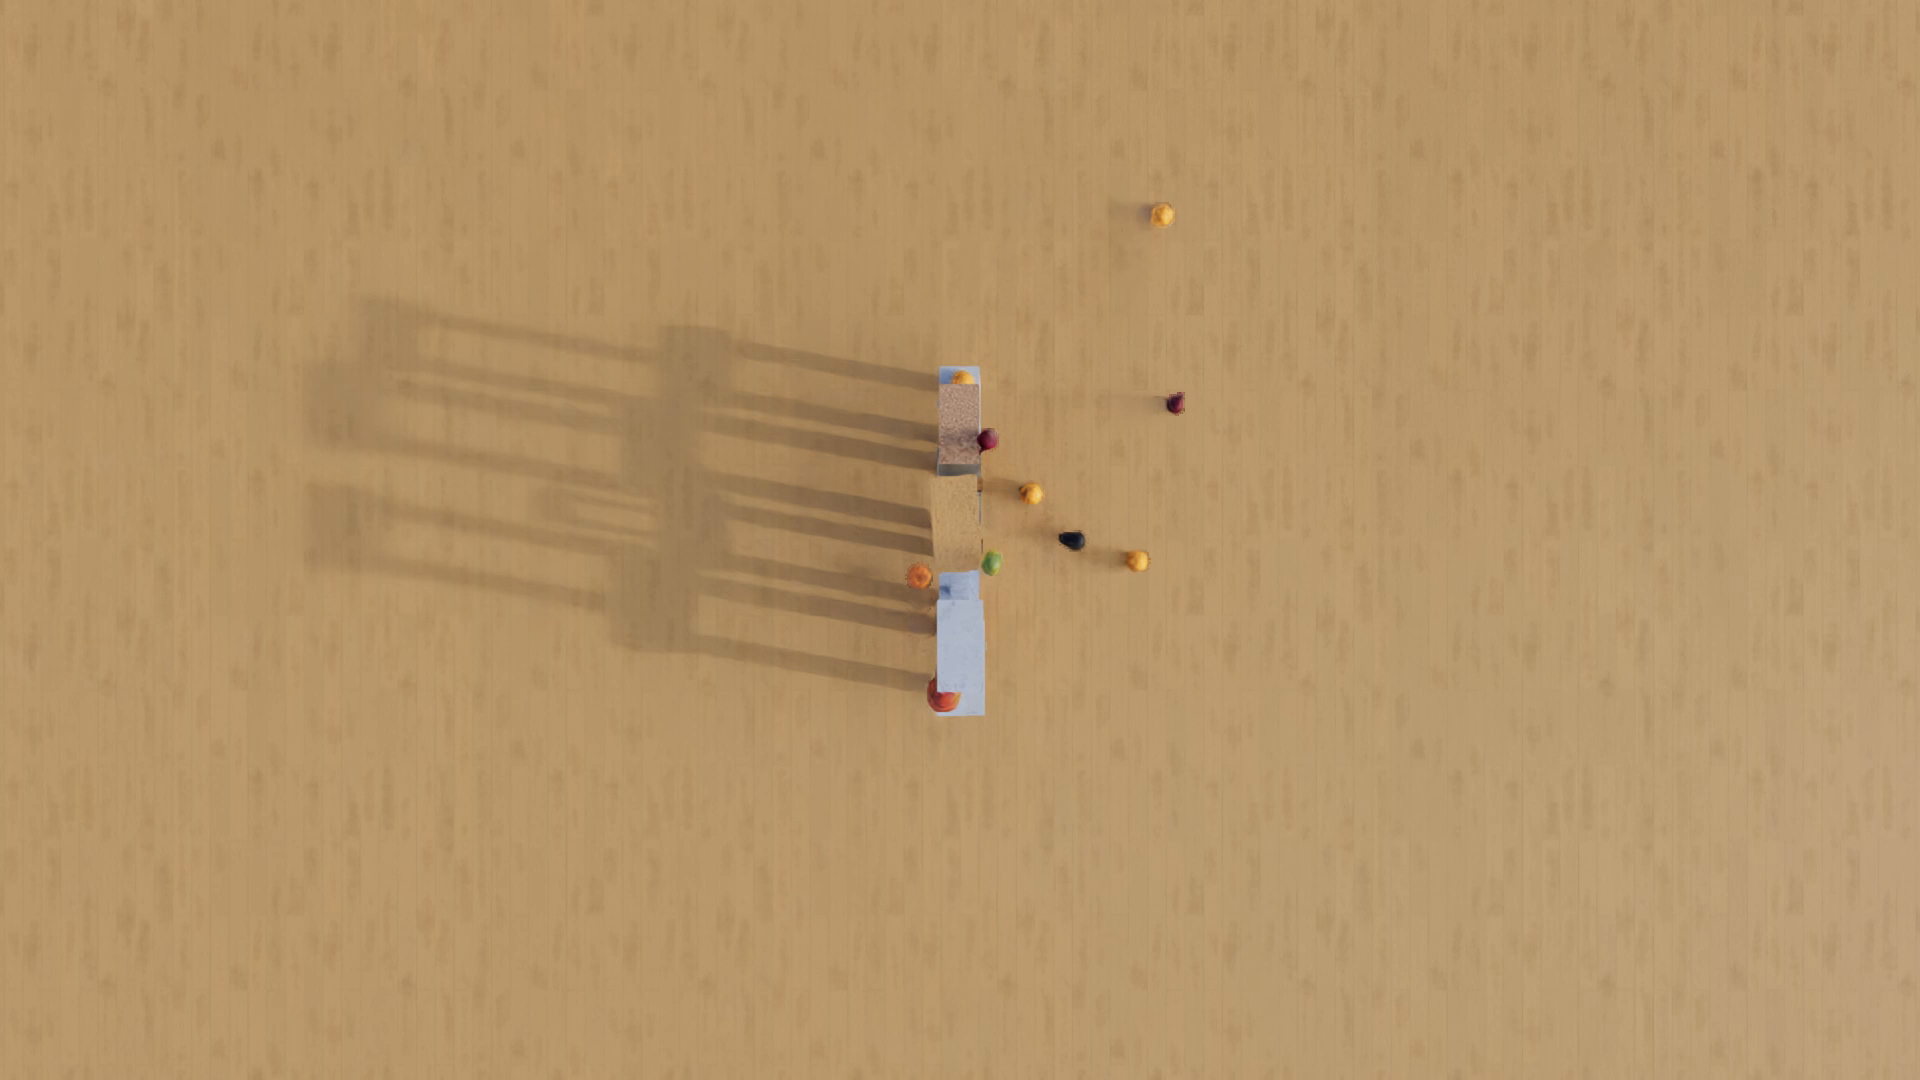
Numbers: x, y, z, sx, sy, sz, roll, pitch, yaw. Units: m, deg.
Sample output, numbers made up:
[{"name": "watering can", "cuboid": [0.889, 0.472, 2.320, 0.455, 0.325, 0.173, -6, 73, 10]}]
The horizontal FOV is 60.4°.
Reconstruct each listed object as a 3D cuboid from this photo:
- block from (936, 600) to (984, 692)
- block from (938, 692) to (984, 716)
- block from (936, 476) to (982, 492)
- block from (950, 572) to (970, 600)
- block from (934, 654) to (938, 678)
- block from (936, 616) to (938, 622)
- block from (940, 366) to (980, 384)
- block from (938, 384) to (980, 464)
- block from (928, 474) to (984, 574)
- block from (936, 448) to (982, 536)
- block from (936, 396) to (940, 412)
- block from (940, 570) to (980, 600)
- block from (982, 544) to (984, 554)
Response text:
[{"name": "block", "cuboid": [0.001, 0.312, 4.872, 0.136, 0.039, 0.273, 0, 89, 0]}, {"name": "block", "cuboid": [0.004, 0.402, 5.186, 0.147, 0.042, 0.293, 0, 90, 0]}, {"name": "block", "cuboid": [-0.003, -0.170, 5.033, 0.141, 0.283, 0.040, 0, 91, 0]}, {"name": "block", "cuboid": [0.001, 0.127, 5.084, 0.060, 0.017, 0.120, 0, 90, 0]}, {"name": "block", "cuboid": [-0.003, 0.369, 5.031, 0.136, 0.273, 0.039, 9, 67, 1]}, {"name": "block", "cuboid": [0.000, 0.229, 5.030, 0.136, 0.273, 0.039, 0, 87, 0]}, {"name": "block", "cuboid": [0.000, -0.422, 5.229, 0.126, 0.036, 0.253, 0, 90, 0]}, {"name": "block", "cuboid": [-0.002, -0.345, 4.917, 0.120, 0.034, 0.239, 1, 90, 0]}, {"name": "block", "cuboid": [-0.012, -0.047, 4.870, 0.141, 0.040, 0.283, -4, 90, 0]}, {"name": "block", "cuboid": [-0.004, -0.148, 5.194, 0.143, 0.040, 0.285, 0, 90, 0]}, {"name": "block", "cuboid": [-0.007, -0.407, 5.072, 0.120, 0.276, 0.034, 10, 92, 0]}, {"name": "block", "cuboid": [-0.003, 0.125, 5.230, 0.126, 0.036, 0.252, 0, 90, 0]}, {"name": "block", "cuboid": [-0.002, 0.025, 5.051, 0.141, 0.321, 0.040, 0, 93, 0]}]
